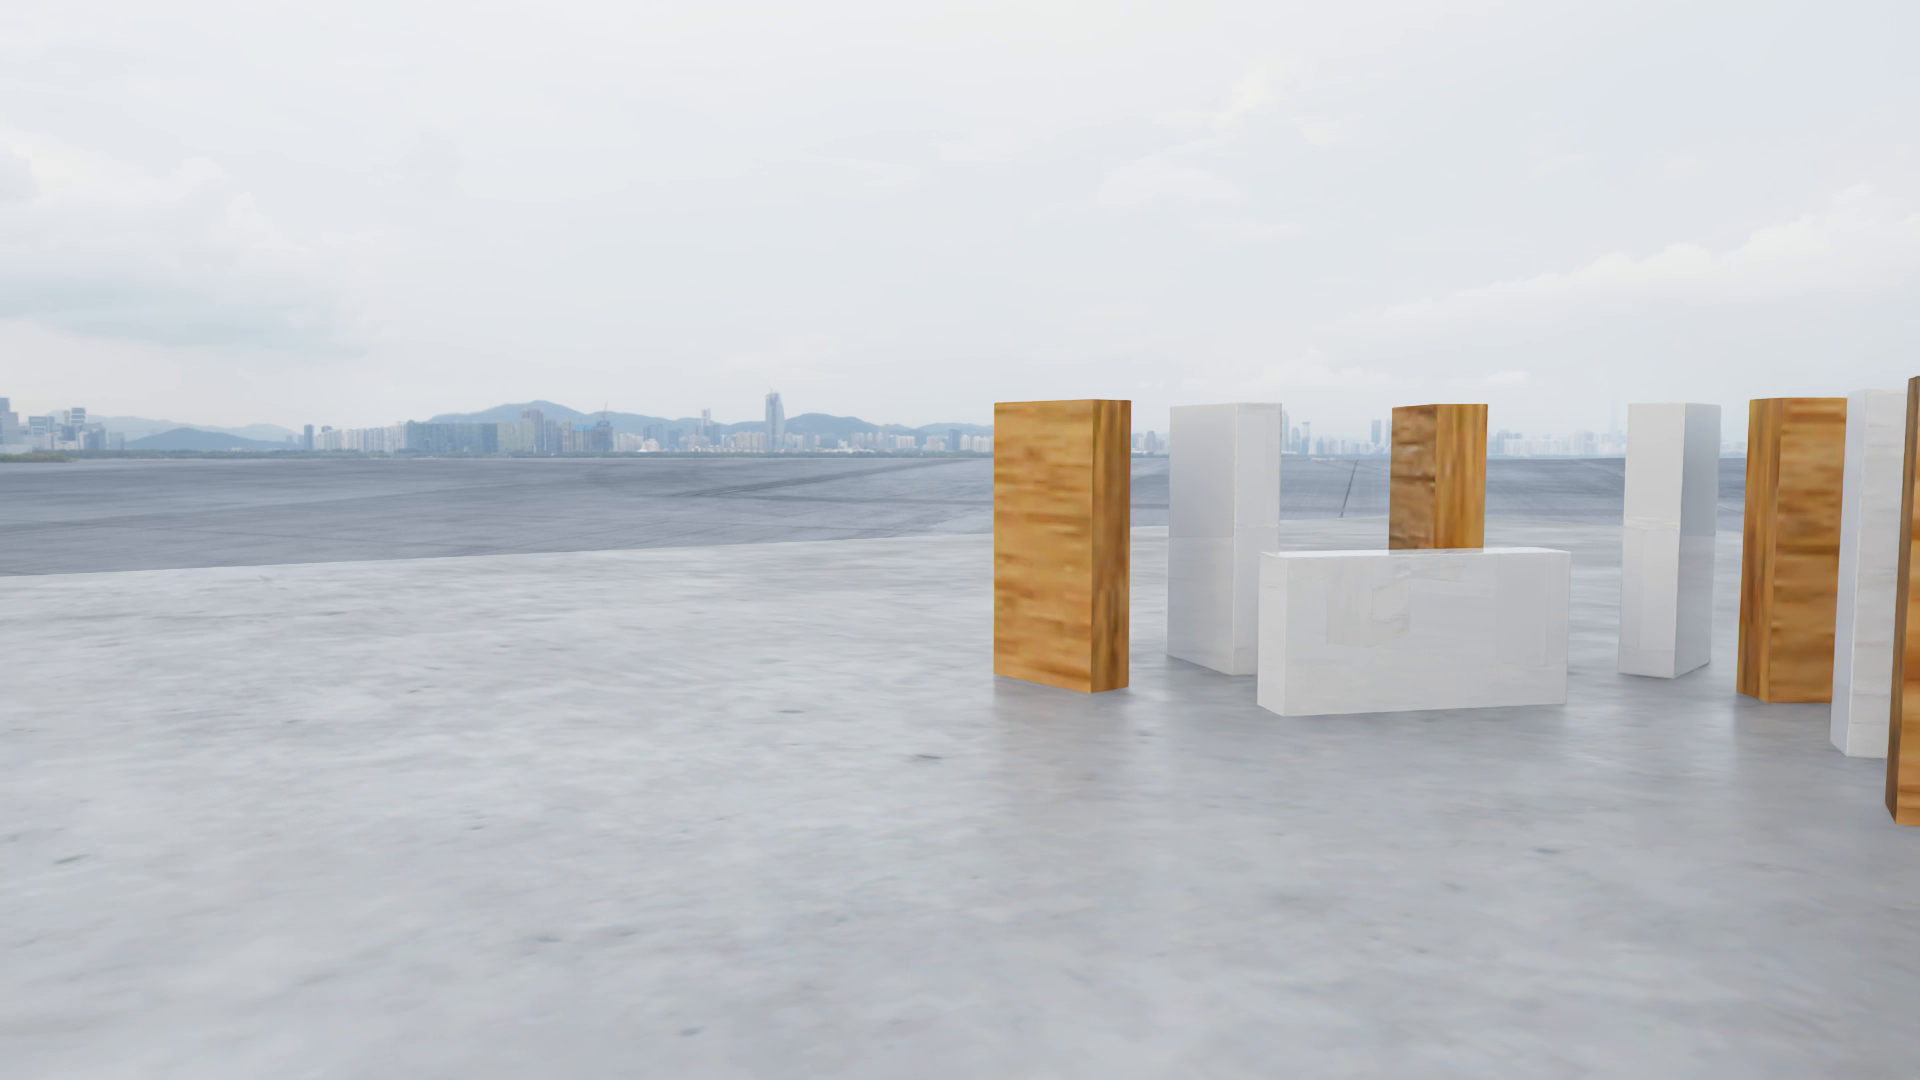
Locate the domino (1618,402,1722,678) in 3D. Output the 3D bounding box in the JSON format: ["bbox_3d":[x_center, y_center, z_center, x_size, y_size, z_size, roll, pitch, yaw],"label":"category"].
[{"bbox_3d":[0.135,-0.001,0.243,0.010,0.050,0.025,4,6,43],"label":"domino"}]

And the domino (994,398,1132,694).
[{"bbox_3d":[0.018,0.000,0.230,0.010,0.050,0.025,-4,6,-40],"label":"domino"}]

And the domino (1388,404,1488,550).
[{"bbox_3d":[0.094,-0.002,0.255,0.009,0.050,0.025,0,4,0],"label":"domino"}]

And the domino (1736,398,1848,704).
[{"bbox_3d":[0.146,0.002,0.214,0.025,0.050,0.009,0,4,3],"label":"domino"}]

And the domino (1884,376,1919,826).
[{"bbox_3d":[0.118,0.007,0.140,0.025,0.050,0.010,2,5,30],"label":"domino"}]

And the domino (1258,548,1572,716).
[{"bbox_3d":[0.074,0.014,0.209,0.050,0.025,0.009,-1,4,-12],"label":"domino"}]

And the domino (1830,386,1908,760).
[{"bbox_3d":[0.134,0.005,0.173,0.025,0.050,0.009,2,5,22],"label":"domino"}]

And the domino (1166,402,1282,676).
[{"bbox_3d":[0.050,-0.001,0.247,0.010,0.050,0.025,-1,5,-19],"label":"domino"}]
